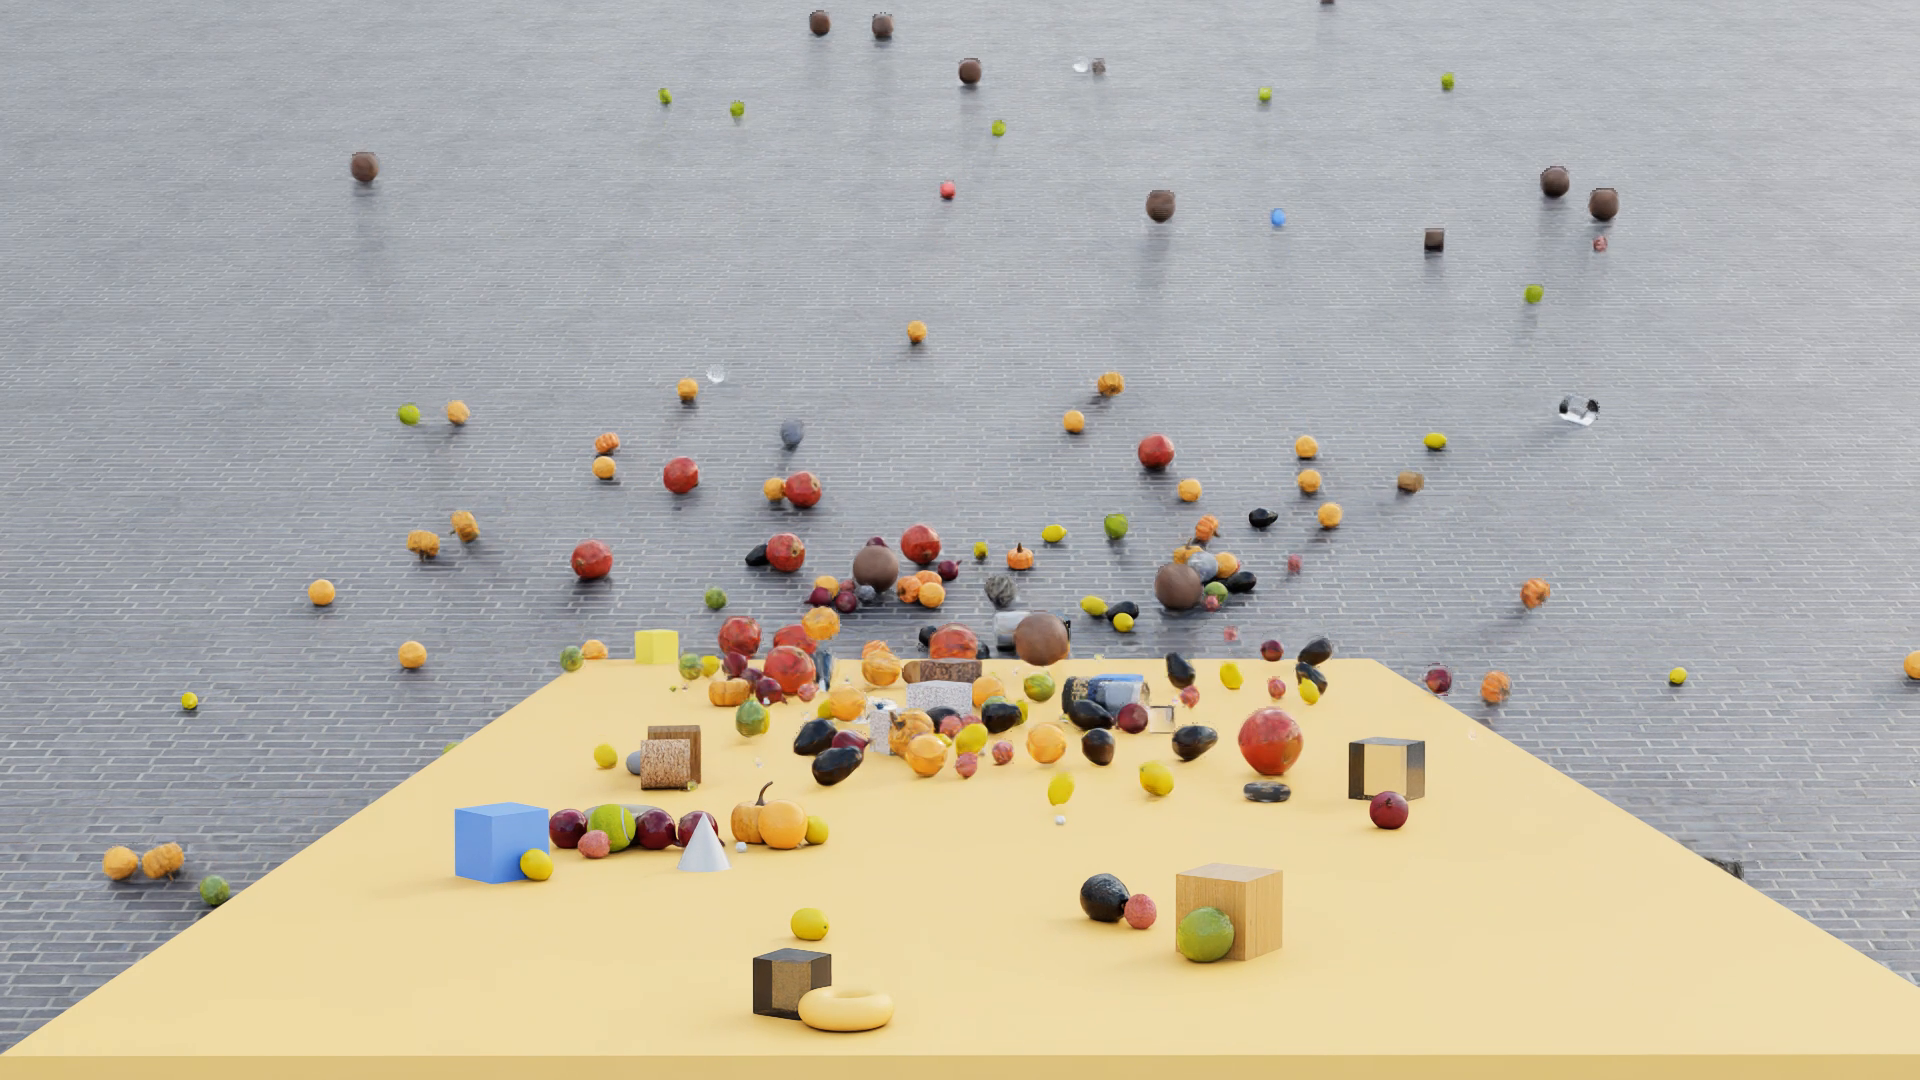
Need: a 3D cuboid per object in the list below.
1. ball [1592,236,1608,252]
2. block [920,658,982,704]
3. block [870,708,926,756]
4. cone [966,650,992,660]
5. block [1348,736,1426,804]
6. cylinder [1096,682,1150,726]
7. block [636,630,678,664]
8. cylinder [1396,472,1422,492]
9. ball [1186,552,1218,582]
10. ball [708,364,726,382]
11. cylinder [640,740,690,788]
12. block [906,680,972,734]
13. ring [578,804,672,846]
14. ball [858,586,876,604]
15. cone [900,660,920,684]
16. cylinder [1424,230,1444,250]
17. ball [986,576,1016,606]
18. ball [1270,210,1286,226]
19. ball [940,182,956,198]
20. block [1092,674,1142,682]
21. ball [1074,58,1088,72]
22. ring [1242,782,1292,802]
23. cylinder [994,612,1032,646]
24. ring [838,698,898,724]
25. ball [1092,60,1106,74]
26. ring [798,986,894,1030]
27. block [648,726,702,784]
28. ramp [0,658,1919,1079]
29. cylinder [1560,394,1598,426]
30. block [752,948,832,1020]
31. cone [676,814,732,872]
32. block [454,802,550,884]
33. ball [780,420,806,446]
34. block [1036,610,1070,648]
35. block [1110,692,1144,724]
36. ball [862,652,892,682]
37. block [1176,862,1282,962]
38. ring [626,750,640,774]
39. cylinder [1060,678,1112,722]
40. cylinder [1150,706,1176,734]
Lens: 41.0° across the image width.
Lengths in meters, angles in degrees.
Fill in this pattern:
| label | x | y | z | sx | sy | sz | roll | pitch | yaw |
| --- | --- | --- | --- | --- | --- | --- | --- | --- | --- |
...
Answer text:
| label | x | y | z | sx | sy | sz | roll | pitch | yaw |
| --- | --- | --- | --- | --- | --- | --- | --- | --- | --- |
| ball | 2.619 | -1.211 | 10.513 | 0.061 | 0.061 | 0.061 | 0 | 22 | 0 |
| block | -0.020 | 0.306 | 5.534 | 0.094 | 0.094 | 0.094 | 3 | 4 | 43 |
| block | -0.115 | 0.355 | 4.765 | 0.076 | 0.076 | 0.076 | -2 | 3 | -31 |
| cone | 0.041 | 0.326 | 6.677 | 0.076 | 0.076 | 0.076 | -5 | -4 | -12 |
| block | 0.697 | 0.375 | 4.199 | 0.092 | 0.092 | 0.092 | 2 | 4 | 36 |
| cylinder | 0.327 | 0.328 | 5.154 | 0.088 | 0.088 | 0.088 | 1 | 21 | 20 |
| block | -0.762 | 0.268 | 6.462 | 0.077 | 0.077 | 0.077 | -3 | 4 | -43 |
| cylinder | 1.385 | -0.178 | 7.920 | 0.054 | 0.054 | 0.054 | -20 | 32 | -41 |
| ball | 0.679 | 0.076 | 7.232 | 0.089 | 0.089 | 0.089 | 0 | 22 | 0 |
| ball | -0.845 | -0.577 | 8.917 | 0.060 | 0.060 | 0.060 | 0 | 22 | 0 |
| cylinder | -0.494 | 0.375 | 4.310 | 0.082 | 0.082 | 0.082 | 0 | 22 | -7 |
| block | -0.041 | 0.330 | 5.080 | 0.093 | 0.093 | 0.093 | 2 | 4 | 38 |
| ring | -0.495 | 0.420 | 3.795 | 0.140 | 0.047 | 0.140 | 1 | 2 | 0 |
| ball | -0.259 | 0.150 | 7.100 | 0.050 | 0.050 | 0.050 | 0 | 22 | 0 |
| cone | -0.099 | 0.322 | 5.852 | 0.068 | 0.068 | 0.068 | -3 | 39 | -7 |
| cylinder | 1.943 | -1.233 | 10.546 | 0.076 | 0.076 | 0.076 | 3 | 22 | 8 |
| ball | 0.113 | 0.138 | 7.083 | 0.084 | 0.084 | 0.084 | 0 | 22 | 0 |
| ball | 1.347 | -1.365 | 10.894 | 0.065 | 0.065 | 0.065 | 0 | 22 | 0 |
| ball | -0.052 | -1.541 | 11.332 | 0.070 | 0.070 | 0.070 | 0 | 22 | 0 |
| block | 0.325 | 0.323 | 5.305 | 0.084 | 0.084 | 0.084 | 1 | 3 | 20 |
| ball | 0.653 | -2.572 | 13.917 | 0.078 | 0.078 | 0.078 | 0 | 22 | 0 |
| ring | 0.499 | 0.409 | 4.181 | 0.079 | 0.026 | 0.079 | 1 | 3 | 0 |
| cylinder | 0.141 | 0.237 | 6.827 | 0.090 | 0.090 | 0.090 | -2 | 22 | -6 |
| ring | -0.188 | 0.347 | 5.245 | 0.123 | 0.041 | 0.123 | -3 | 5 | 0 |
| ball | 0.747 | -2.547 | 13.857 | 0.077 | 0.077 | 0.077 | 0 | 22 | 0 |
| ring | -0.118 | 0.484 | 2.661 | 0.100 | 0.033 | 0.100 | 0 | 1 | 0 |
| block | -0.489 | 0.367 | 4.397 | 0.090 | 0.090 | 0.090 | 0 | 3 | -7 |
| ramp | 0.050 | 0.455 | 4.532 | 2.000 | 0.100 | 4.000 | 0 | 3 | 0 |
| cylinder | 2.047 | -0.432 | 8.515 | 0.088 | 0.088 | 0.088 | -16 | 27 | -35 |
| block | -0.177 | 0.468 | 2.714 | 0.060 | 0.060 | 0.060 | 2 | 3 | 32 |
| cone | -0.355 | 0.415 | 3.569 | 0.078 | 0.078 | 0.078 | 0 | 3 | 0 |
| block | -0.625 | 0.412 | 3.505 | 0.091 | 0.091 | 0.091 | -3 | 4 | -44 |
| ball | -0.541 | -0.347 | 8.309 | 0.081 | 0.081 | 0.081 | 0 | 22 | 0 |
| block | 0.249 | 0.237 | 6.853 | 0.069 | 0.069 | 0.069 | -8 | 23 | -20 |
| block | 0.339 | 0.341 | 5.227 | 0.055 | 0.055 | 0.055 | 1 | 3 | 20 |
| ball | -0.193 | 0.296 | 6.002 | 0.067 | 0.067 | 0.067 | 0 | 22 | 0 |
| block | 0.317 | 0.436 | 3.021 | 0.092 | 0.092 | 0.092 | 2 | 4 | 34 |
| ring | -0.527 | 0.389 | 4.494 | 0.114 | 0.038 | 0.114 | -1 | 4 | 0 |
| cylinder | 0.264 | 0.325 | 5.235 | 0.087 | 0.087 | 0.087 | -7 | 15 | 33 |
| cylinder | 0.397 | 0.353 | 5.048 | 0.050 | 0.050 | 0.050 | 0 | 3 | 0 |
